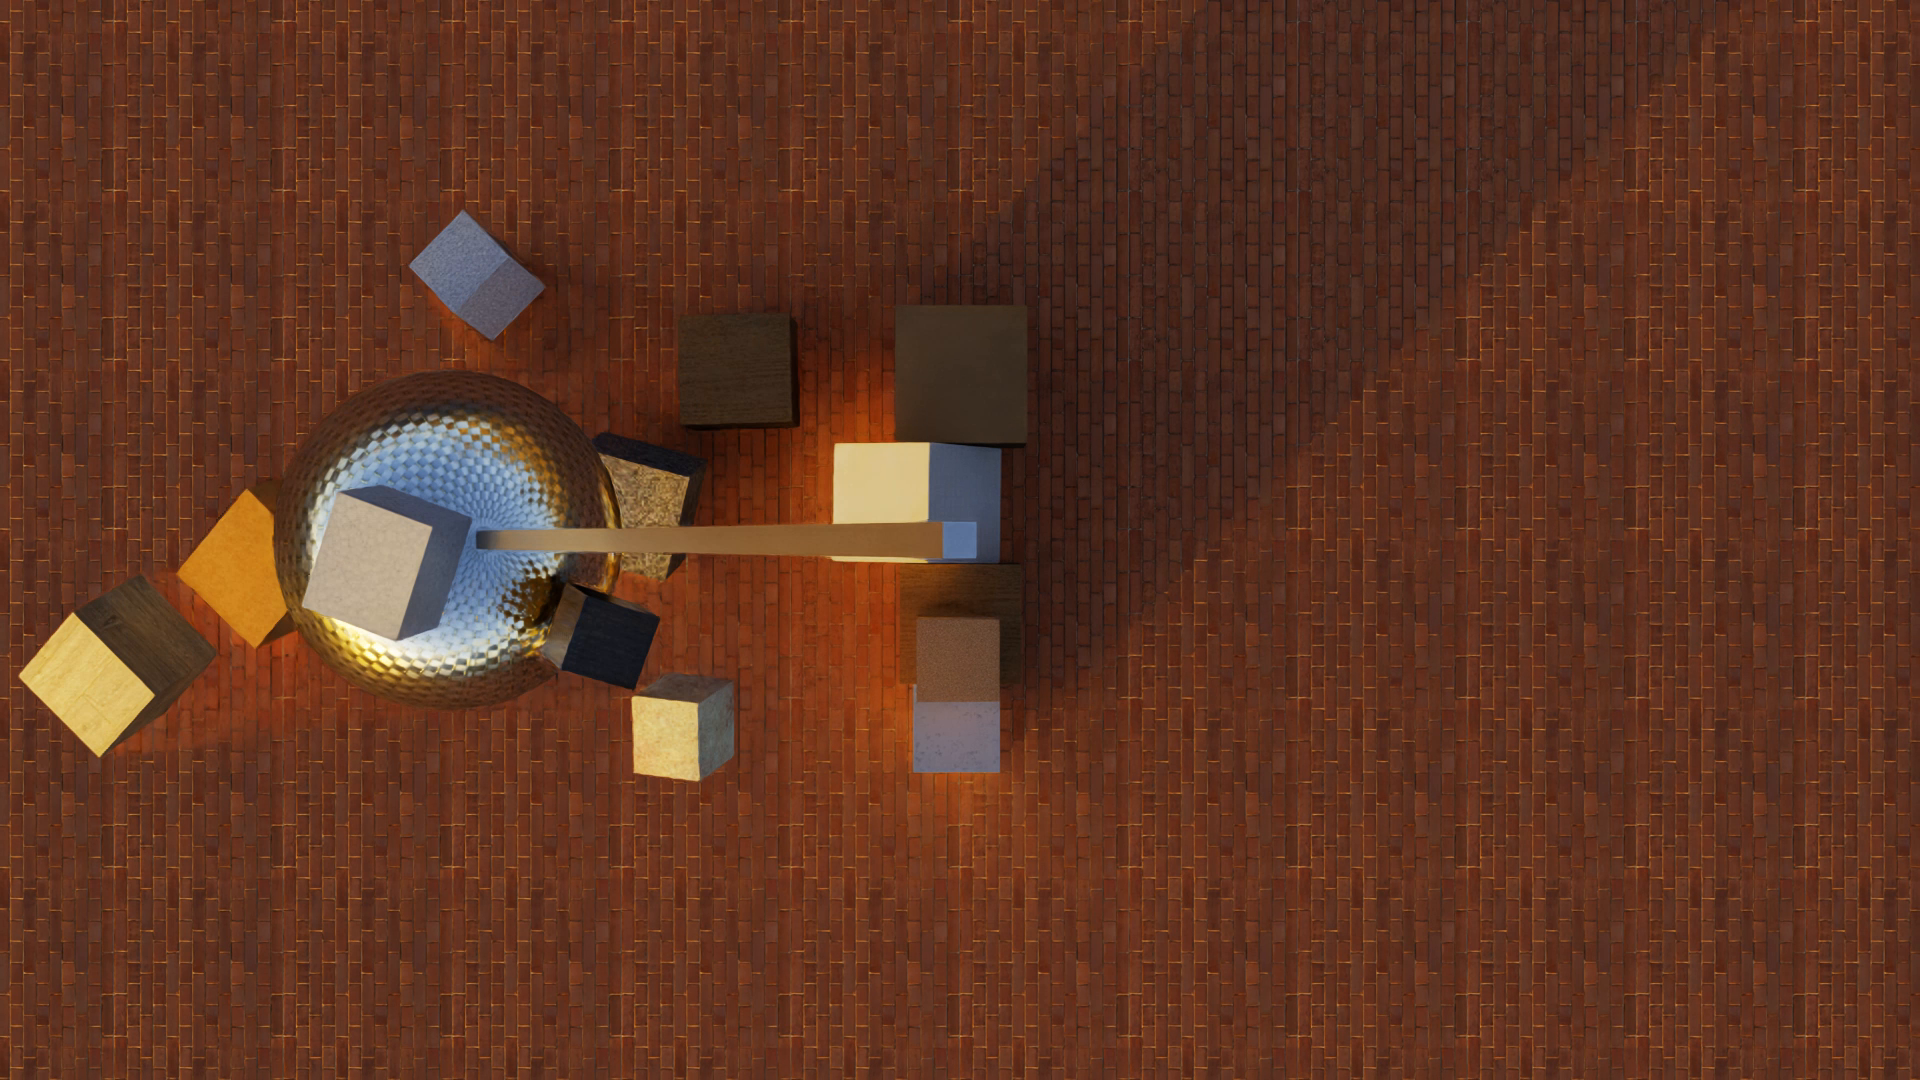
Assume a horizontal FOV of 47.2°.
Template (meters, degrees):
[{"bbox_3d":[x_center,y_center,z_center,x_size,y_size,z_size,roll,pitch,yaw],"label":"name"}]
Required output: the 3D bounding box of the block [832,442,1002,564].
[{"bbox_3d":[-0.239,-0.204,12.508,0.636,0.763,0.659,1,90,32],"label":"block"}]

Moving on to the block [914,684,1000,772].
[{"bbox_3d":[-0.019,1.067,12.724,0.492,0.552,0.497,0,90,0],"label":"block"}]

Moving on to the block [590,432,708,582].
[{"bbox_3d":[-1.878,-0.200,12.656,0.636,0.545,0.622,15,103,1],"label":"block"}]

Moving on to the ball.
[{"bbox_3d":[-2.387,0.000,10.300,1.600,1.600,1.600,0,90,0],"label":"ball"}]

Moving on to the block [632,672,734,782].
[{"bbox_3d":[-1.281,0.864,10.216,0.328,0.388,0.372,5,104,18],"label":"block"}]

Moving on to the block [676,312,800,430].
[{"bbox_3d":[-1.269,-0.964,12.686,0.630,0.629,0.614,-2,90,0],"label":"block"}]

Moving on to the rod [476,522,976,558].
[{"bbox_3d":[-1.034,0.000,7.181,0.080,5.200,0.080,0,90,-23],"label":"rod"}]

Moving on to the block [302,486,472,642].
[{"bbox_3d":[-2.404,0.091,9.258,0.427,0.481,0.504,20,97,5],"label":"block"}]

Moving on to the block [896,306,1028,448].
[{"bbox_3d":[0.007,-0.930,12.659,0.740,0.681,0.771,0,90,0],"label":"block"}]

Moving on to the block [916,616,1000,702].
[{"bbox_3d":[-0.011,0.656,12.160,0.452,0.393,0.447,0,90,0],"label":"block"}]

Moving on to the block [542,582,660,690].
[{"bbox_3d":[-1.590,0.424,9.722,0.353,0.315,0.338,20,91,-28],"label":"block"}]

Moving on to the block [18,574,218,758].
[{"bbox_3d":[-4.458,0.659,11.669,0.595,0.575,0.568,46,115,-4],"label":"block"}]

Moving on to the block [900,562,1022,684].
[{"bbox_3d":[0.002,0.473,12.678,0.682,0.643,0.674,0,90,0],"label":"block"}]

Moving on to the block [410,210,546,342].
[{"bbox_3d":[-2.784,-1.523,12.699,0.449,0.467,0.448,-46,68,0],"label":"block"}]

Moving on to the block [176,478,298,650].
[{"bbox_3d":[-3.856,0.099,12.502,0.610,0.717,0.668,44,105,1],"label":"block"}]
